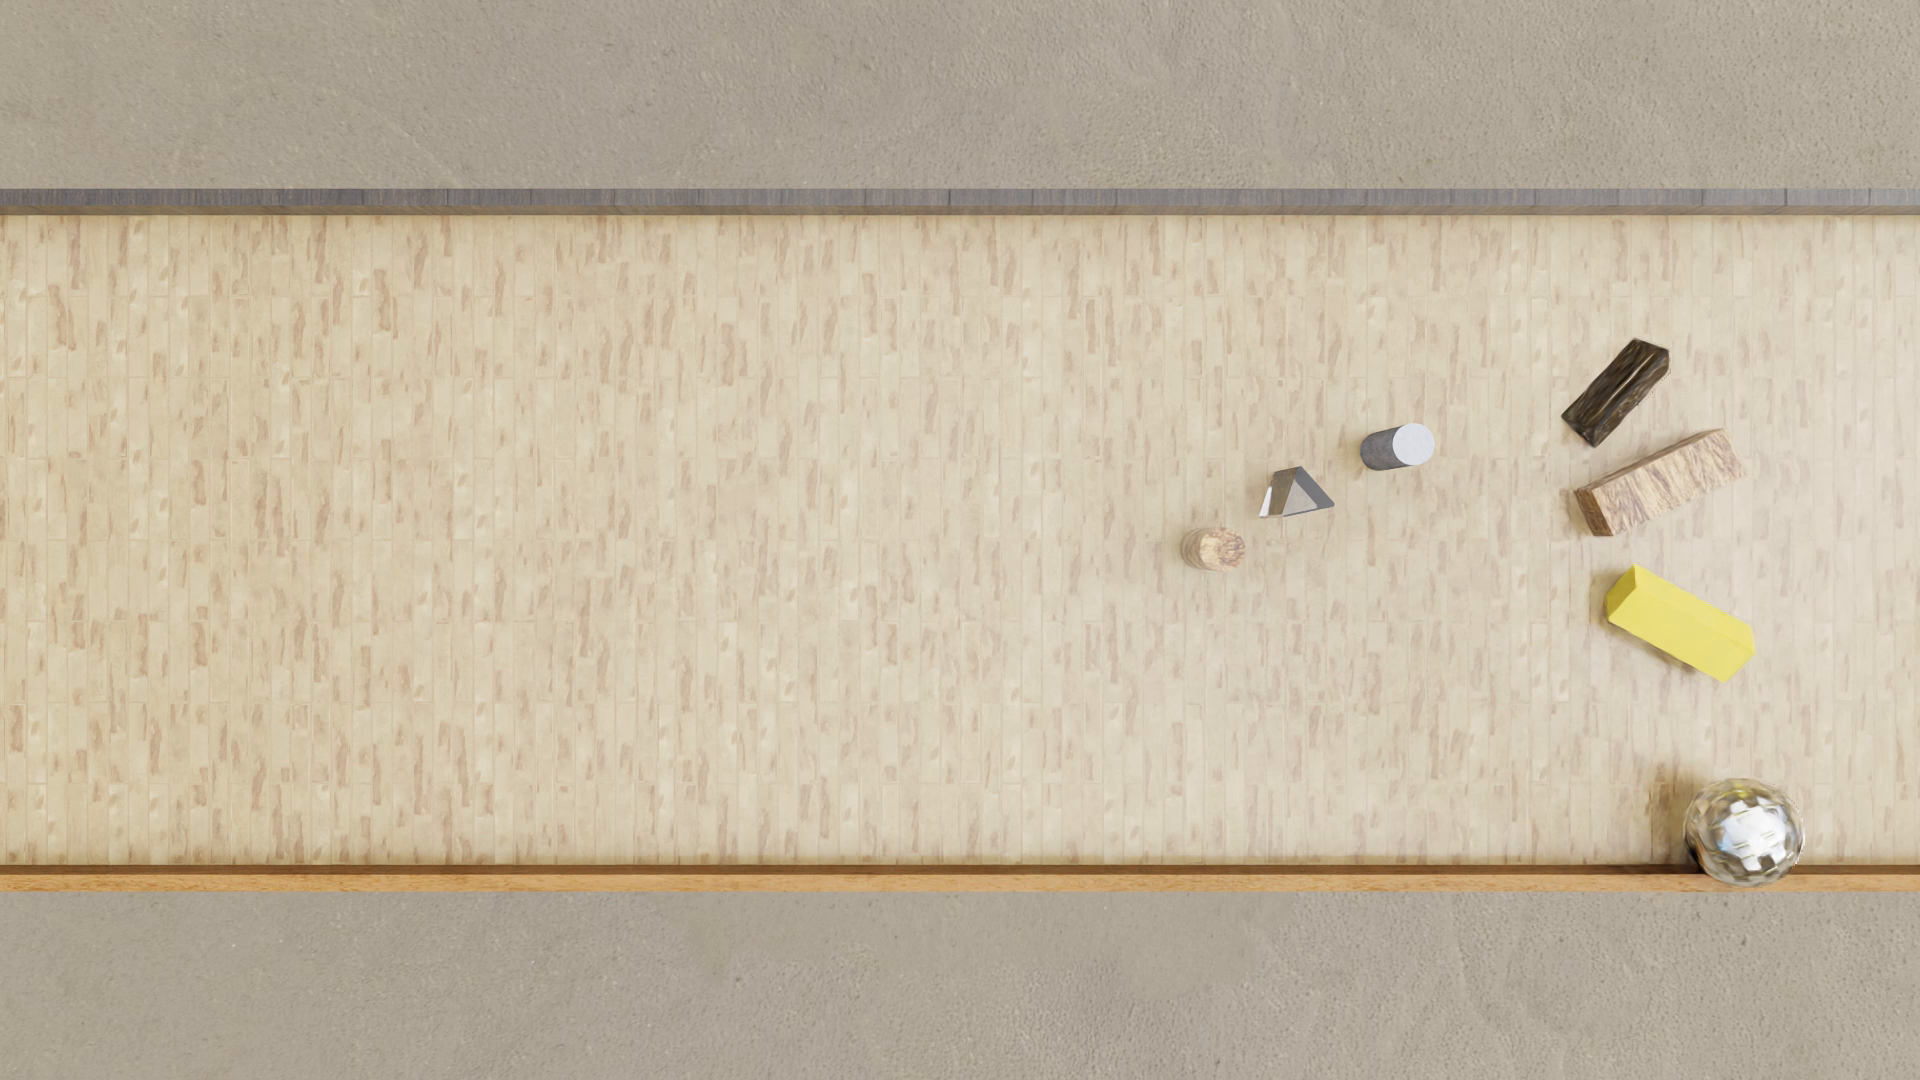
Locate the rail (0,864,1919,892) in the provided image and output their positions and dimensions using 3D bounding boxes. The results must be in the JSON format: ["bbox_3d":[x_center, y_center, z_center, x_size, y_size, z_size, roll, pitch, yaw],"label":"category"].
[{"bbox_3d":[-2.247,1.025,5.001,12.000,0.150,0.050,0,90,0],"label":"rail"}]

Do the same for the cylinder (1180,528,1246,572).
[{"bbox_3d":[0.741,0.027,4.865,0.127,0.423,0.127,0,90,0],"label":"cylinder"}]

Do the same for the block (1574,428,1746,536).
[{"bbox_3d":[2.118,-0.172,4.999,0.440,0.154,0.154,-25,90,0],"label":"block"}]

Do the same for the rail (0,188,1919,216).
[{"bbox_3d":[-2.247,-1.025,5.002,12.000,0.150,0.050,0,90,0],"label":"rail"}]

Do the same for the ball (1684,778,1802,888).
[{"bbox_3d":[2.301,0.859,4.853,0.318,0.318,0.318,0,90,0],"label":"ball"}]

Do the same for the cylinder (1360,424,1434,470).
[{"bbox_3d":[1.291,-0.272,4.884,0.120,0.384,0.120,0,90,0],"label":"cylinder"}]

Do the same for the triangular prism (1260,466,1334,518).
[{"bbox_3d":[0.984,-0.148,4.895,0.151,0.363,0.131,-12,90,0],"label":"triangular prism"}]

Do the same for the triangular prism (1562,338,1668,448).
[{"bbox_3d":[2.014,-0.450,5.010,0.145,0.125,0.330,43,90,0],"label":"triangular prism"}]

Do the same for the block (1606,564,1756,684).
[{"bbox_3d":[2.171,0.251,4.980,0.401,0.139,0.139,29,125,0],"label":"block"}]
